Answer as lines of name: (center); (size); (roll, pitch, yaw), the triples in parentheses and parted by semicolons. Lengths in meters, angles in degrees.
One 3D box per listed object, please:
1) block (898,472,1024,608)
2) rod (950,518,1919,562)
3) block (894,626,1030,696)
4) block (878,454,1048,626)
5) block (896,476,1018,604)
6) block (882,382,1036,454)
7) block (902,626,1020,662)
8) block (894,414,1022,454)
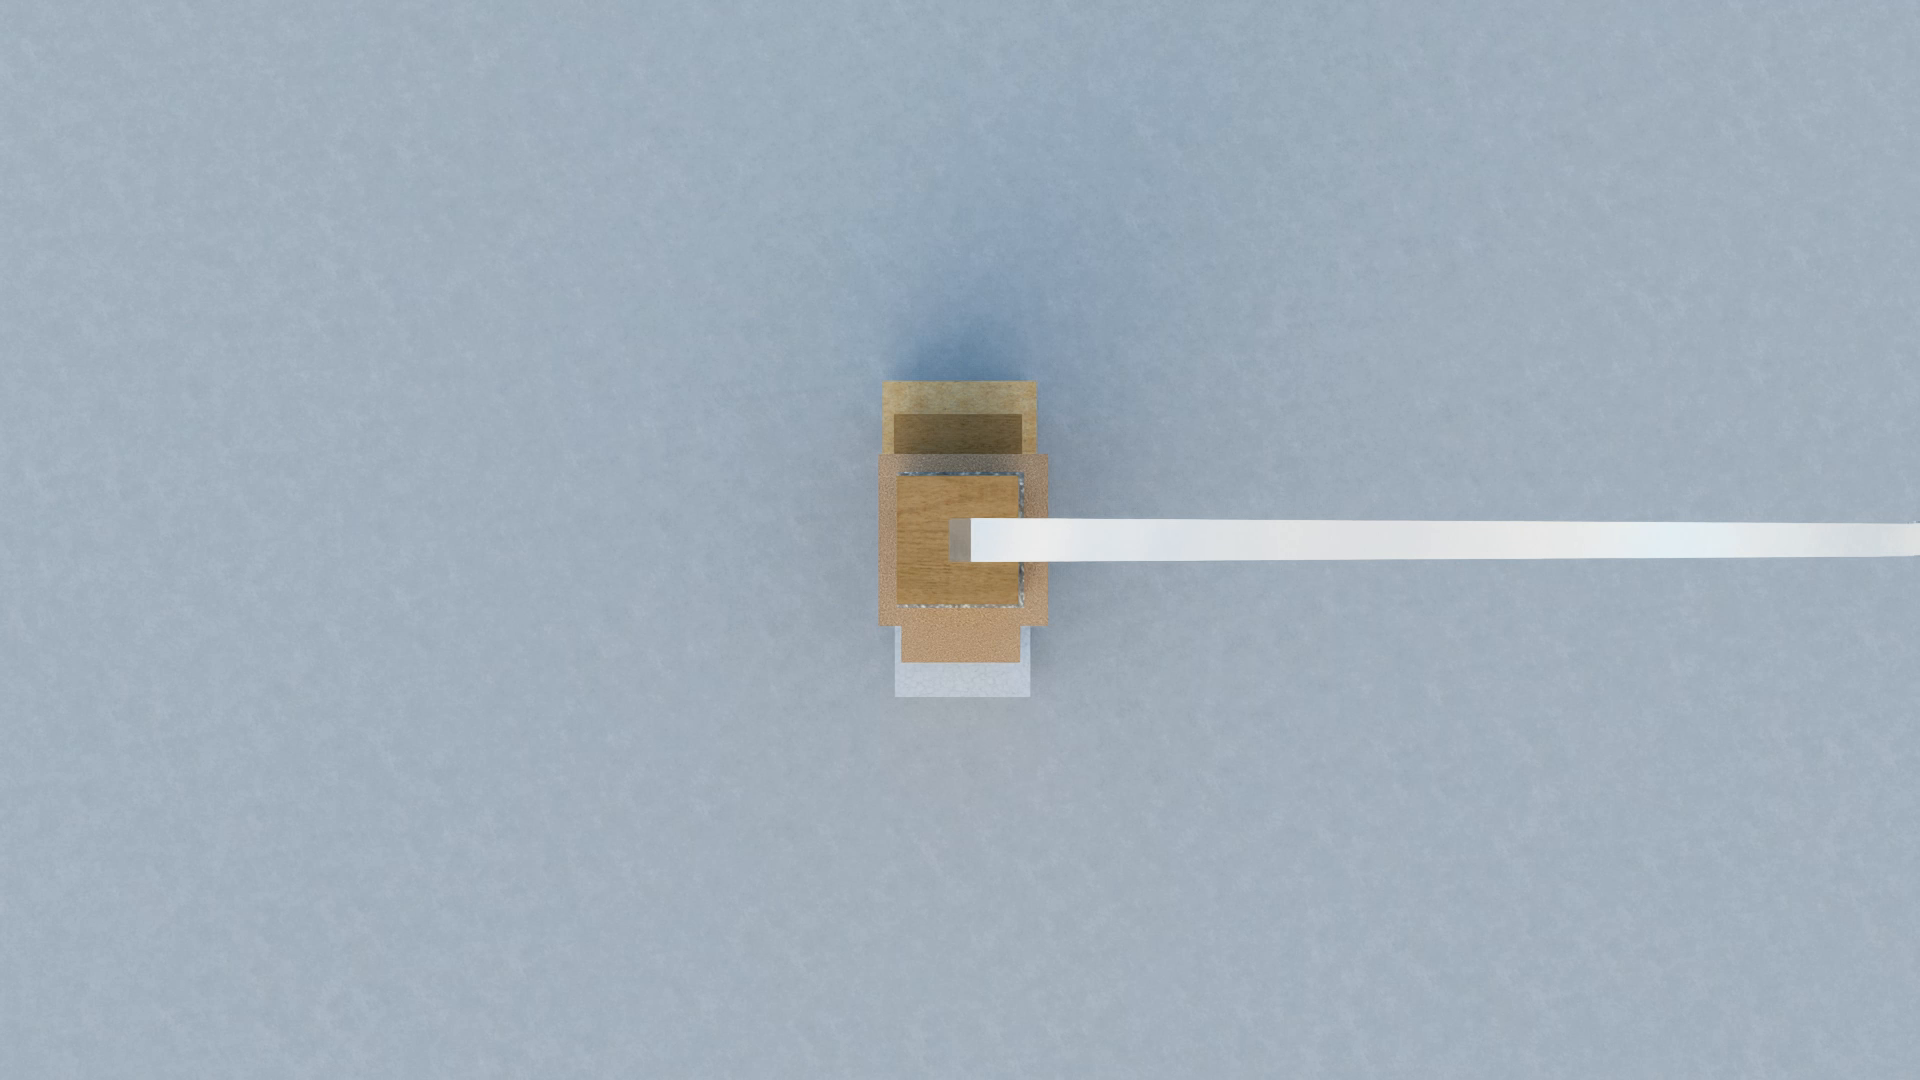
block: (0.003, 0.000, 8.927); (0.497, 0.614, 0.533); (0, 90, 0)
rod: (2.234, 0.000, 5.407); (5.200, 0.080, 0.080); (0, 90, -31)
block: (0.014, 0.450, 12.575); (0.747, 0.849, 0.833); (0, 90, 0)
block: (0.014, 0.000, 9.546); (0.713, 0.624, 0.721); (0, 90, 0)
block: (-0.009, 0.000, 8.373); (0.450, 0.492, 0.476); (0, 90, 0)
block: (-0.002, -0.422, 12.495); (0.841, 1.010, 0.890); (0, 90, 0)
block: (0.004, 0.337, 11.829); (0.623, 0.643, 0.610); (0, 90, 0)
block: (-0.010, -0.310, 11.603); (0.654, 0.774, 0.663); (0, 90, 0)
